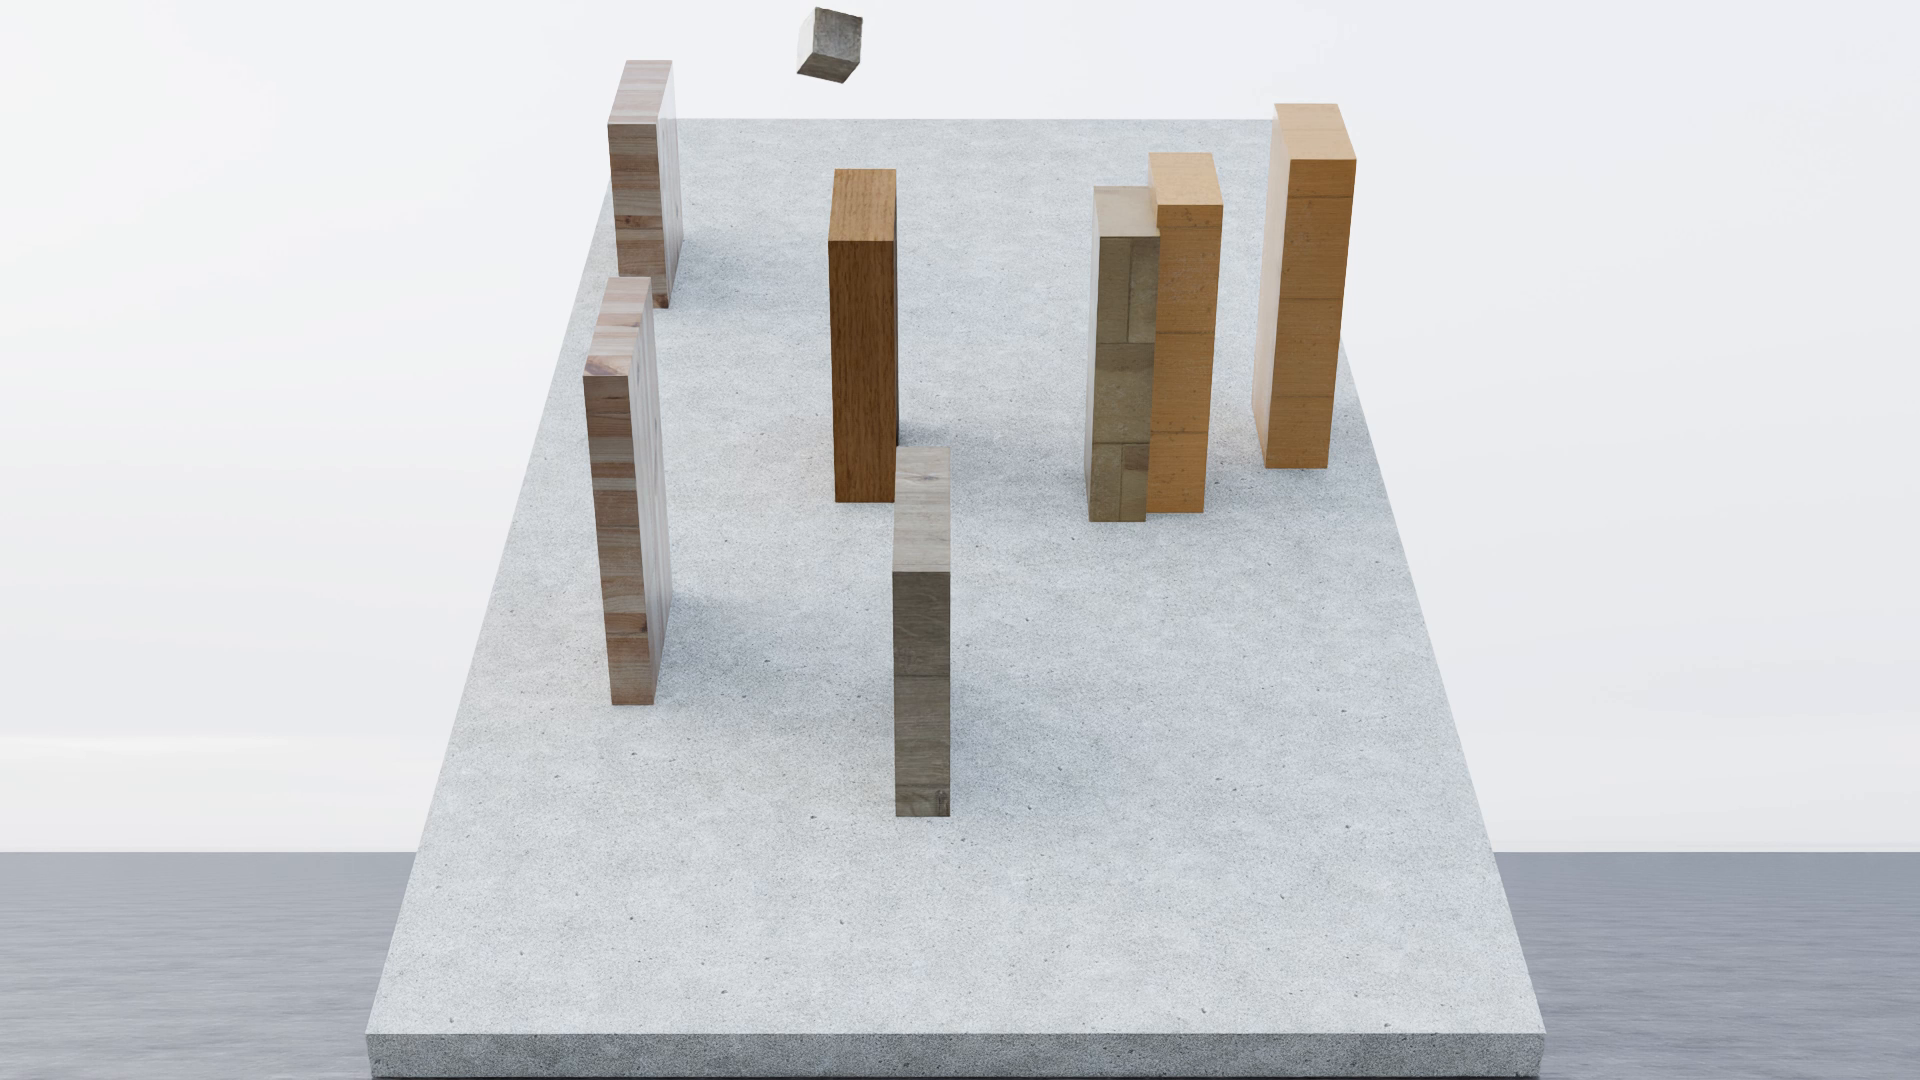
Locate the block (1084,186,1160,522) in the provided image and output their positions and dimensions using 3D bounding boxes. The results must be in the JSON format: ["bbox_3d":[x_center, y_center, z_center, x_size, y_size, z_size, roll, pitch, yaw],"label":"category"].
[{"bbox_3d":[0.357,-0.409,5.459,0.128,0.709,0.259,0,32,0],"label":"block"}]

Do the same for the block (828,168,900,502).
[{"bbox_3d":[-0.215,-0.466,5.593,0.140,0.658,0.382,0,32,0],"label":"block"}]

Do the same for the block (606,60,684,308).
[{"bbox_3d":[-0.828,-0.944,6.481,0.124,0.517,0.440,0,32,0],"label":"block"}]

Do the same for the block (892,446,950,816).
[{"bbox_3d":[-0.070,0.172,4.678,0.104,0.554,0.443,0,32,0],"label":"block"}]

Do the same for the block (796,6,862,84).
[{"bbox_3d":[-0.399,-1.510,7.479,0.154,0.154,0.154,9,-18,-20],"label":"block"}]

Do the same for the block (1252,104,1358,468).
[{"bbox_3d":[0.789,-0.583,5.670,0.145,0.781,0.319,0,32,0],"label":"block"}]

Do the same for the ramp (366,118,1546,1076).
[{"bbox_3d":[-0.015,-0.188,5.864,2.000,0.100,4.000,0,32,0],"label":"ramp"}]

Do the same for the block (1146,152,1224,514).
[{"bbox_3d":[0.485,-0.458,5.486,0.139,0.764,0.276,0,32,0],"label":"block"}]

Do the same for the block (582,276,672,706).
[{"bbox_3d":[-0.660,-0.096,4.912,0.084,0.754,0.415,0,32,0],"label":"block"}]
